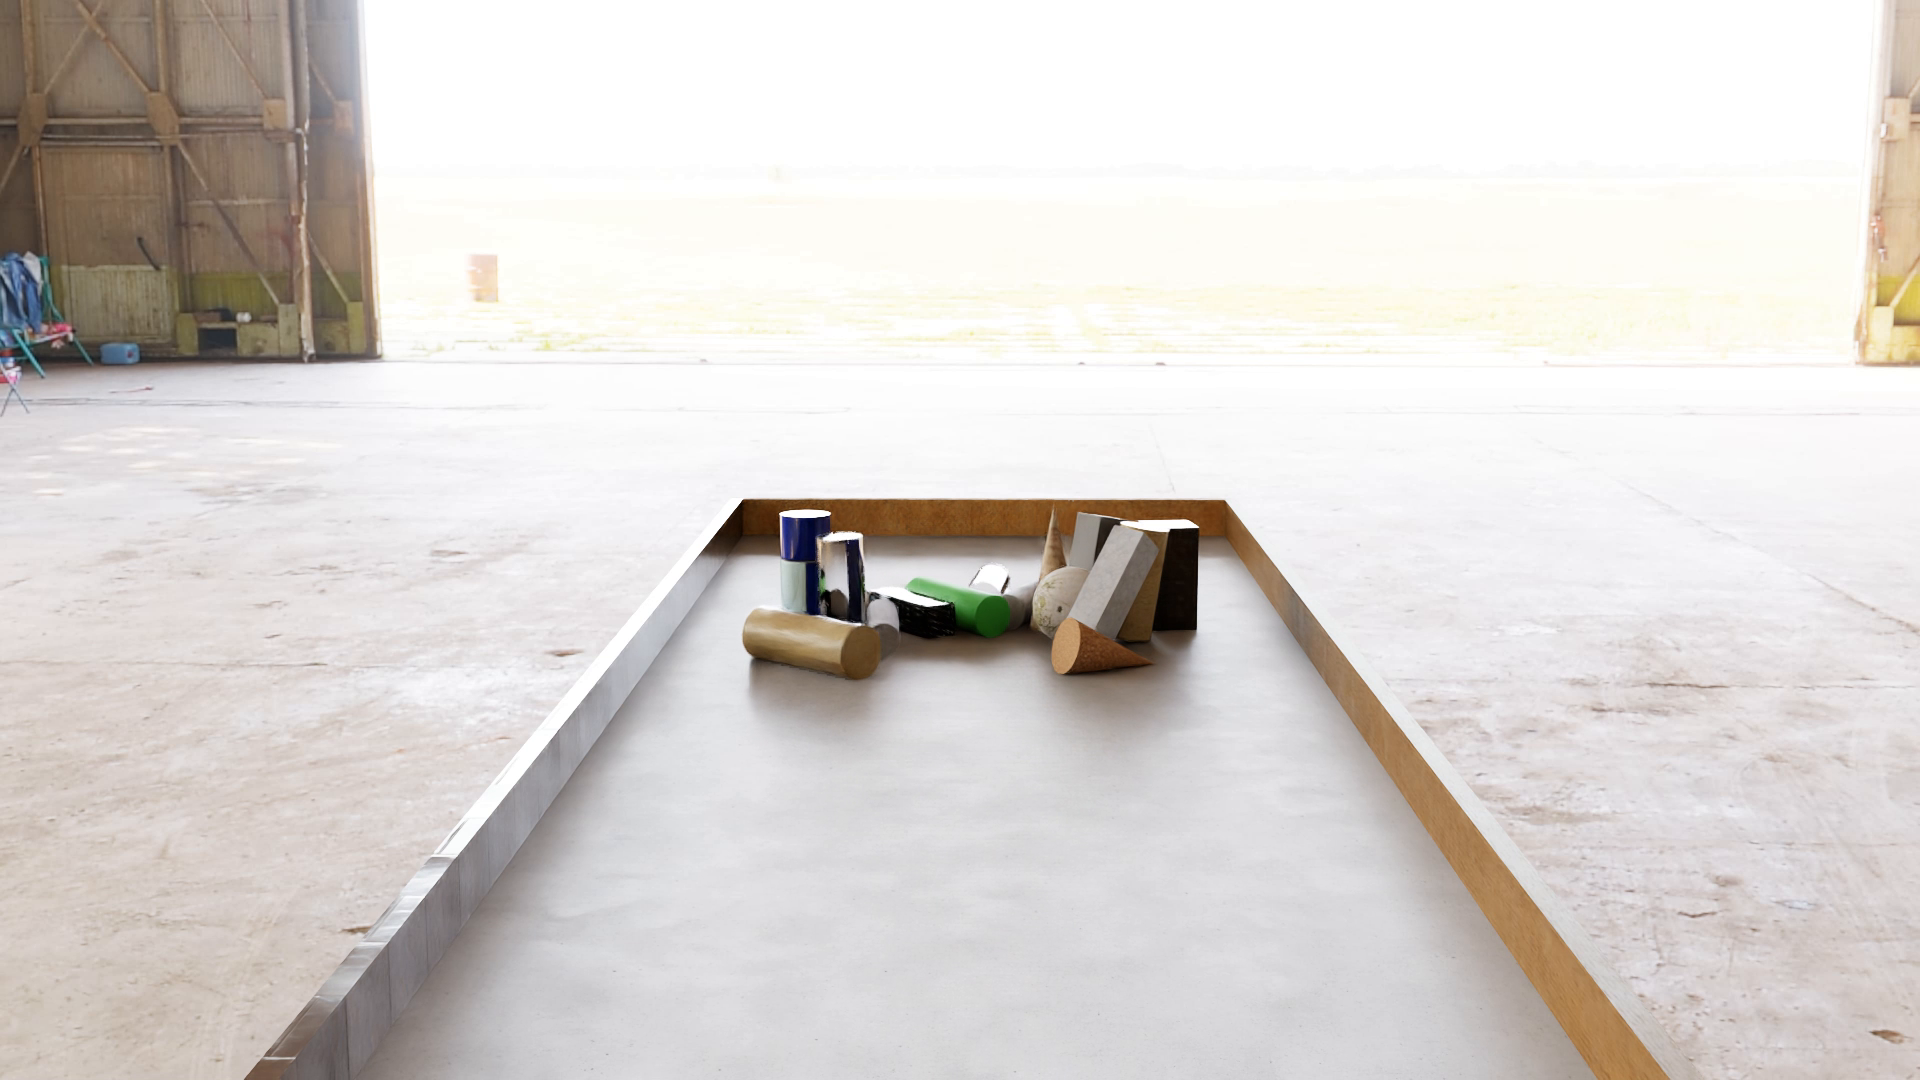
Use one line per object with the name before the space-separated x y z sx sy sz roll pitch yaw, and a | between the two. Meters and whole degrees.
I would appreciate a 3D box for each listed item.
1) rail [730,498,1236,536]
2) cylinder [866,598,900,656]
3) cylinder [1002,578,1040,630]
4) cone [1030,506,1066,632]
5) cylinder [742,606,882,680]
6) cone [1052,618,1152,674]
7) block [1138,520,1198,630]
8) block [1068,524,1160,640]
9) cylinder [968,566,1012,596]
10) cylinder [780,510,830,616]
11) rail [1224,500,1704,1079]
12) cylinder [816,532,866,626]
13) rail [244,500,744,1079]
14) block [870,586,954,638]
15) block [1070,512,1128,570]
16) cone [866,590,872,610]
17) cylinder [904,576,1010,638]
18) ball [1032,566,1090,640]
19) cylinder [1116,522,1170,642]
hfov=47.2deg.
rail | 0.099 -0.098 9.147 2.100 0.150 0.050 0 9 1
cylinder | -0.244 0.273 6.953 0.102 0.102 0.400 0 9 -3
cylinder | 0.232 0.205 7.333 0.120 0.120 0.413 4 10 22
cone | 0.306 0.084 7.132 0.166 0.410 0.166 0 5 0
cylinder | -0.446 0.305 6.574 0.444 0.160 0.160 9 12 43
cone | 0.452 0.344 6.574 0.311 0.171 0.171 13 3 -24
block | 0.681 0.115 7.208 0.163 0.337 0.163 -1 9 -7
block | 0.460 0.159 6.756 0.114 0.390 0.114 16 -19 40
cylinder | 0.093 0.180 7.441 0.136 0.136 0.331 1 9 6
cylinder | -0.505 0.098 7.198 0.164 0.372 0.164 0 9 0
rail | 1.046 0.843 3.208 0.050 0.150 12.000 0 9 1
cylinder | -0.372 0.156 6.930 0.145 0.338 0.145 -2 8 0
rail | -1.004 0.839 3.234 0.050 0.150 12.000 0 9 1
block | -0.158 0.236 7.180 0.106 0.106 0.351 -6 11 -33
block | 0.443 0.095 7.235 0.120 0.351 0.120 7 3 -37
cone | -0.437 0.225 7.374 0.136 0.136 0.363 -5 0 -30
cylinder | -0.014 0.217 7.197 0.139 0.139 0.423 -6 11 -34
ball | 0.351 0.207 6.920 0.246 0.246 0.246 0 9 0
cylinder | 0.556 0.133 6.964 0.154 0.359 0.154 9 7 -1
